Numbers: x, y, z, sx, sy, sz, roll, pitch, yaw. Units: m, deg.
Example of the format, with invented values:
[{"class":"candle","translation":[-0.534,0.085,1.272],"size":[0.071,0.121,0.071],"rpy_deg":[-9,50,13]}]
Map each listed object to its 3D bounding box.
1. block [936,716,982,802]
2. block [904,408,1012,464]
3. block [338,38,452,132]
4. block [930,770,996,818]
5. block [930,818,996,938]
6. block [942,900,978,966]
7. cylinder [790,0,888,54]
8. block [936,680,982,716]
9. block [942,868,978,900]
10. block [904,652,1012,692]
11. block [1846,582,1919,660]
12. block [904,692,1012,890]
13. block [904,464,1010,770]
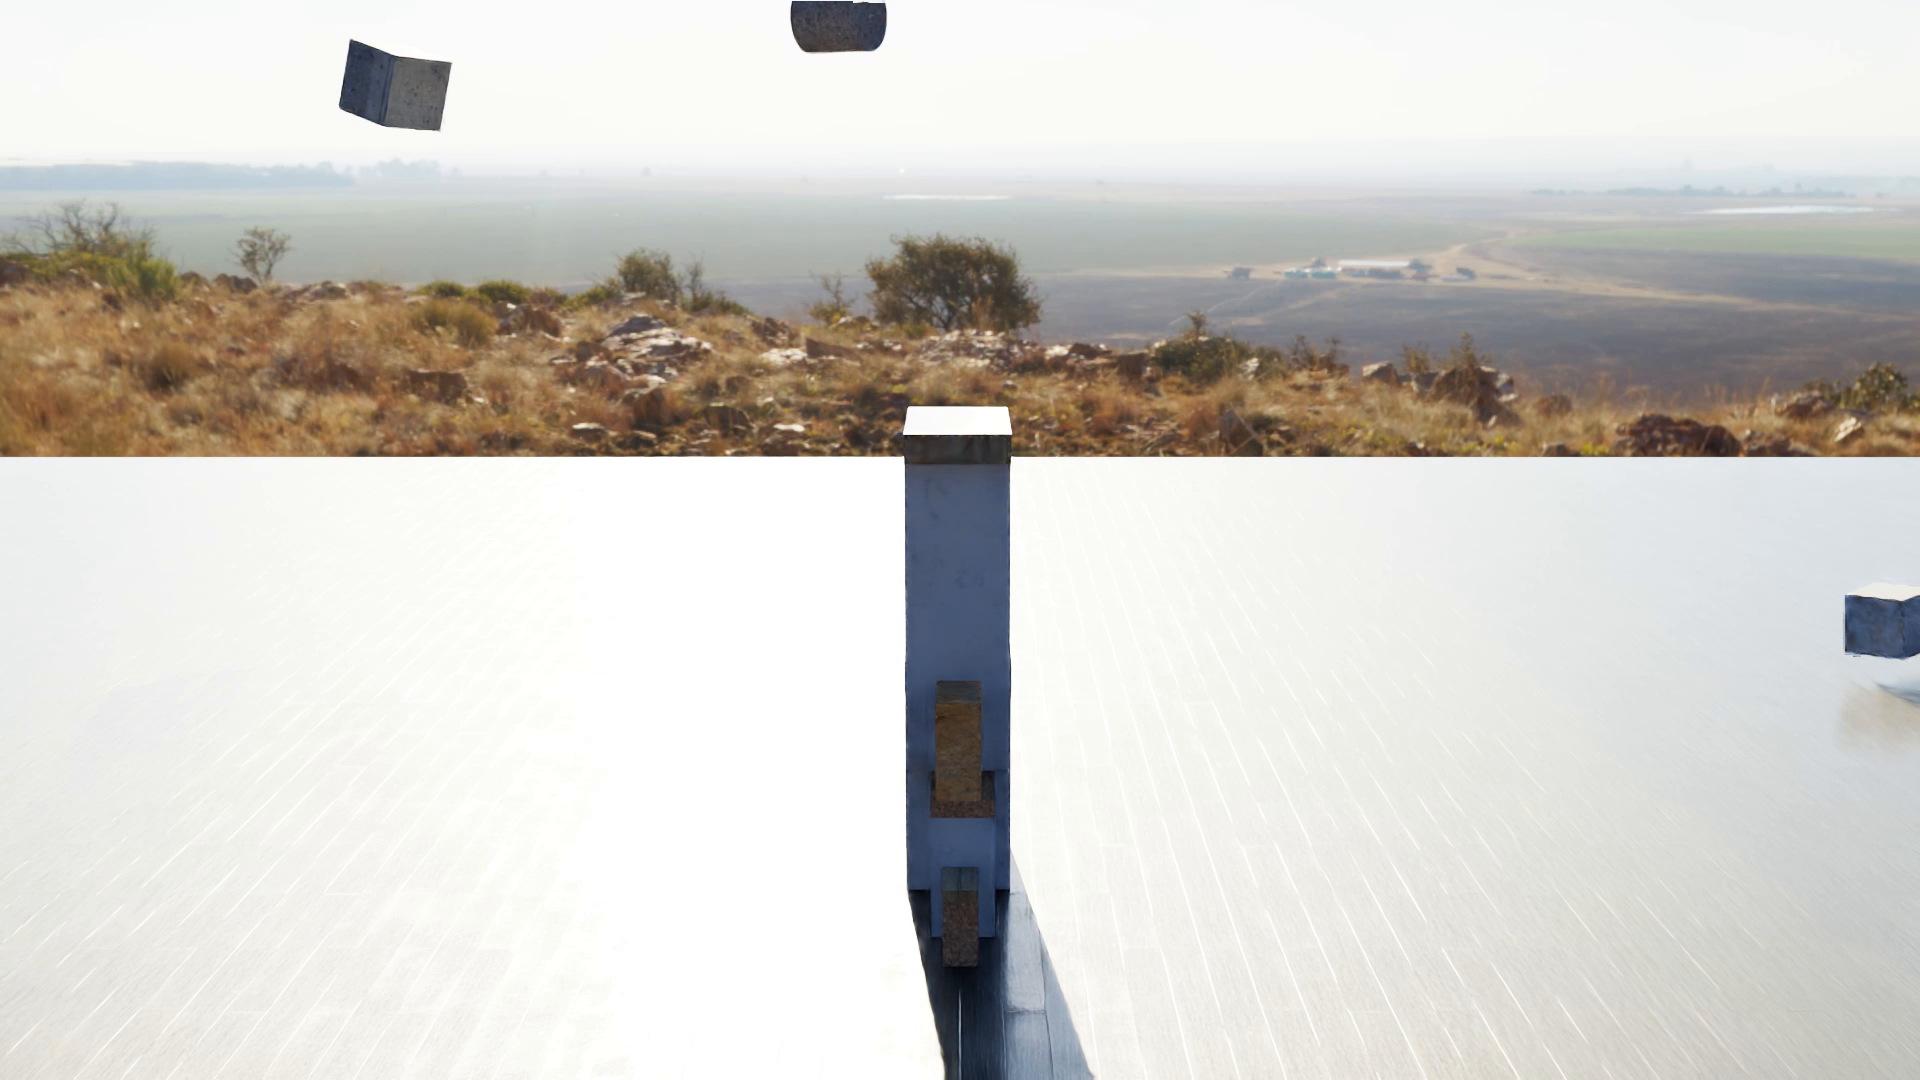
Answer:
[{"class":"block","translation":[-0.003,0.333,3.400],"size":[0.070,0.140,0.020],"rpy_deg":[0,11,0]},{"class":"block","translation":[-0.004,-0.173,3.602],"size":[0.169,0.048,0.338],"rpy_deg":[0,11,0]},{"class":"block","translation":[-1.533,-1.234,5.969],"size":[0.194,0.194,0.194],"rpy_deg":[25,19,31]},{"class":"block","translation":[0.004,0.399,3.511],"size":[0.101,0.029,0.202],"rpy_deg":[0,11,0]},{"class":"block","translation":[0.004,0.525,3.466],"size":[0.101,0.202,0.029],"rpy_deg":[0,11,0]},{"class":"block","translation":[0.001,0.594,3.347],"size":[0.054,0.109,0.015],"rpy_deg":[0,11,0]},{"class":"cylinder","translation":[-0.323,-1.398,5.876],"size":[0.190,0.190,0.190],"rpy_deg":[5,12,29]},{"class":"block","translation":[-0.002,0.246,3.431],"size":[0.070,0.020,0.140],"rpy_deg":[0,11,0]},{"class":"block","translation":[0.001,0.527,3.371],"size":[0.054,0.015,0.109],"rpy_deg":[0,11,0]},{"class":"block","translation":[-0.003,0.191,3.759],"size":[0.175,0.050,0.351],"rpy_deg":[0,11,0]},{"class":"block","translation":[2.179,0.189,5.156],"size":[0.141,0.141,0.141],"rpy_deg":[-14,14,-39]},{"class":"block","translation":[-0.003,0.409,3.680],"size":[0.175,0.351,0.050],"rpy_deg":[0,11,0]},{"class":"block","translation":[-0.004,0.121,3.542],"size":[0.169,0.507,0.048],"rpy_deg":[0,11,0]}]
